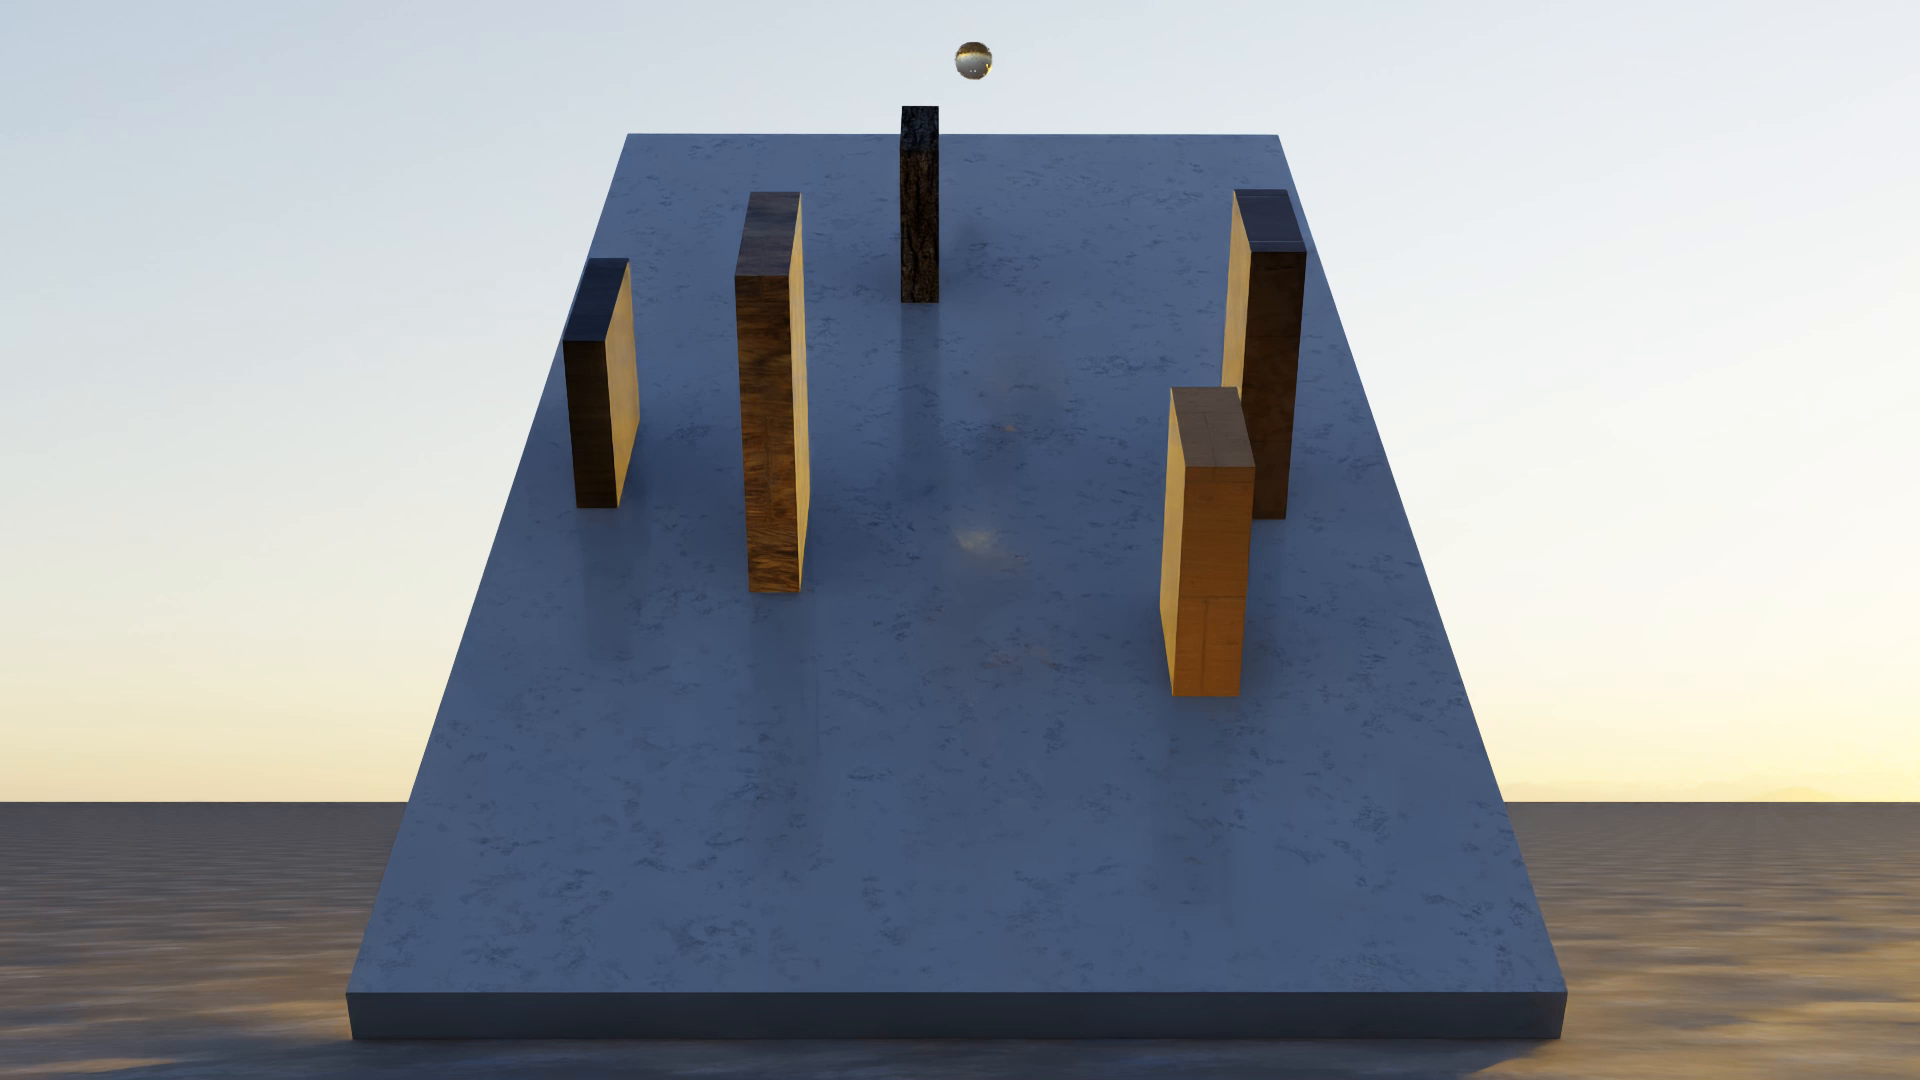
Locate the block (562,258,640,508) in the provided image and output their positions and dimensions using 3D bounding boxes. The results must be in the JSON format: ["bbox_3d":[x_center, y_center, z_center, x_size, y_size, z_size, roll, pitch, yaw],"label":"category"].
[{"bbox_3d":[-0.805,-0.359,5.447,0.091,0.410,0.445,0,30,0],"label":"block"}]

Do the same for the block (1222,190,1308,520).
[{"bbox_3d":[0.660,-0.409,5.315,0.116,0.636,0.350,0,30,0],"label":"block"}]

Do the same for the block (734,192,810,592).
[{"bbox_3d":[-0.388,-0.311,5.056,0.105,0.718,0.439,0,30,0],"label":"block"}]

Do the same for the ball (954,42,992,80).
[{"bbox_3d":[0.041,-1.431,7.204,0.115,0.115,0.115,0,-6,0],"label":"ball"}]

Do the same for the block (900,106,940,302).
[{"bbox_3d":[-0.105,-0.886,6.359,0.099,0.423,0.329,0,30,0],"label":"block"}]

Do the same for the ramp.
[{"bbox_3d":[-0.013,-0.211,5.707,2.000,0.100,4.000,0,30,0],"label":"ramp"}]

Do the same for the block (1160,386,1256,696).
[{"bbox_3d":[0.480,0.002,4.727,0.129,0.507,0.334,0,30,0],"label":"block"}]
